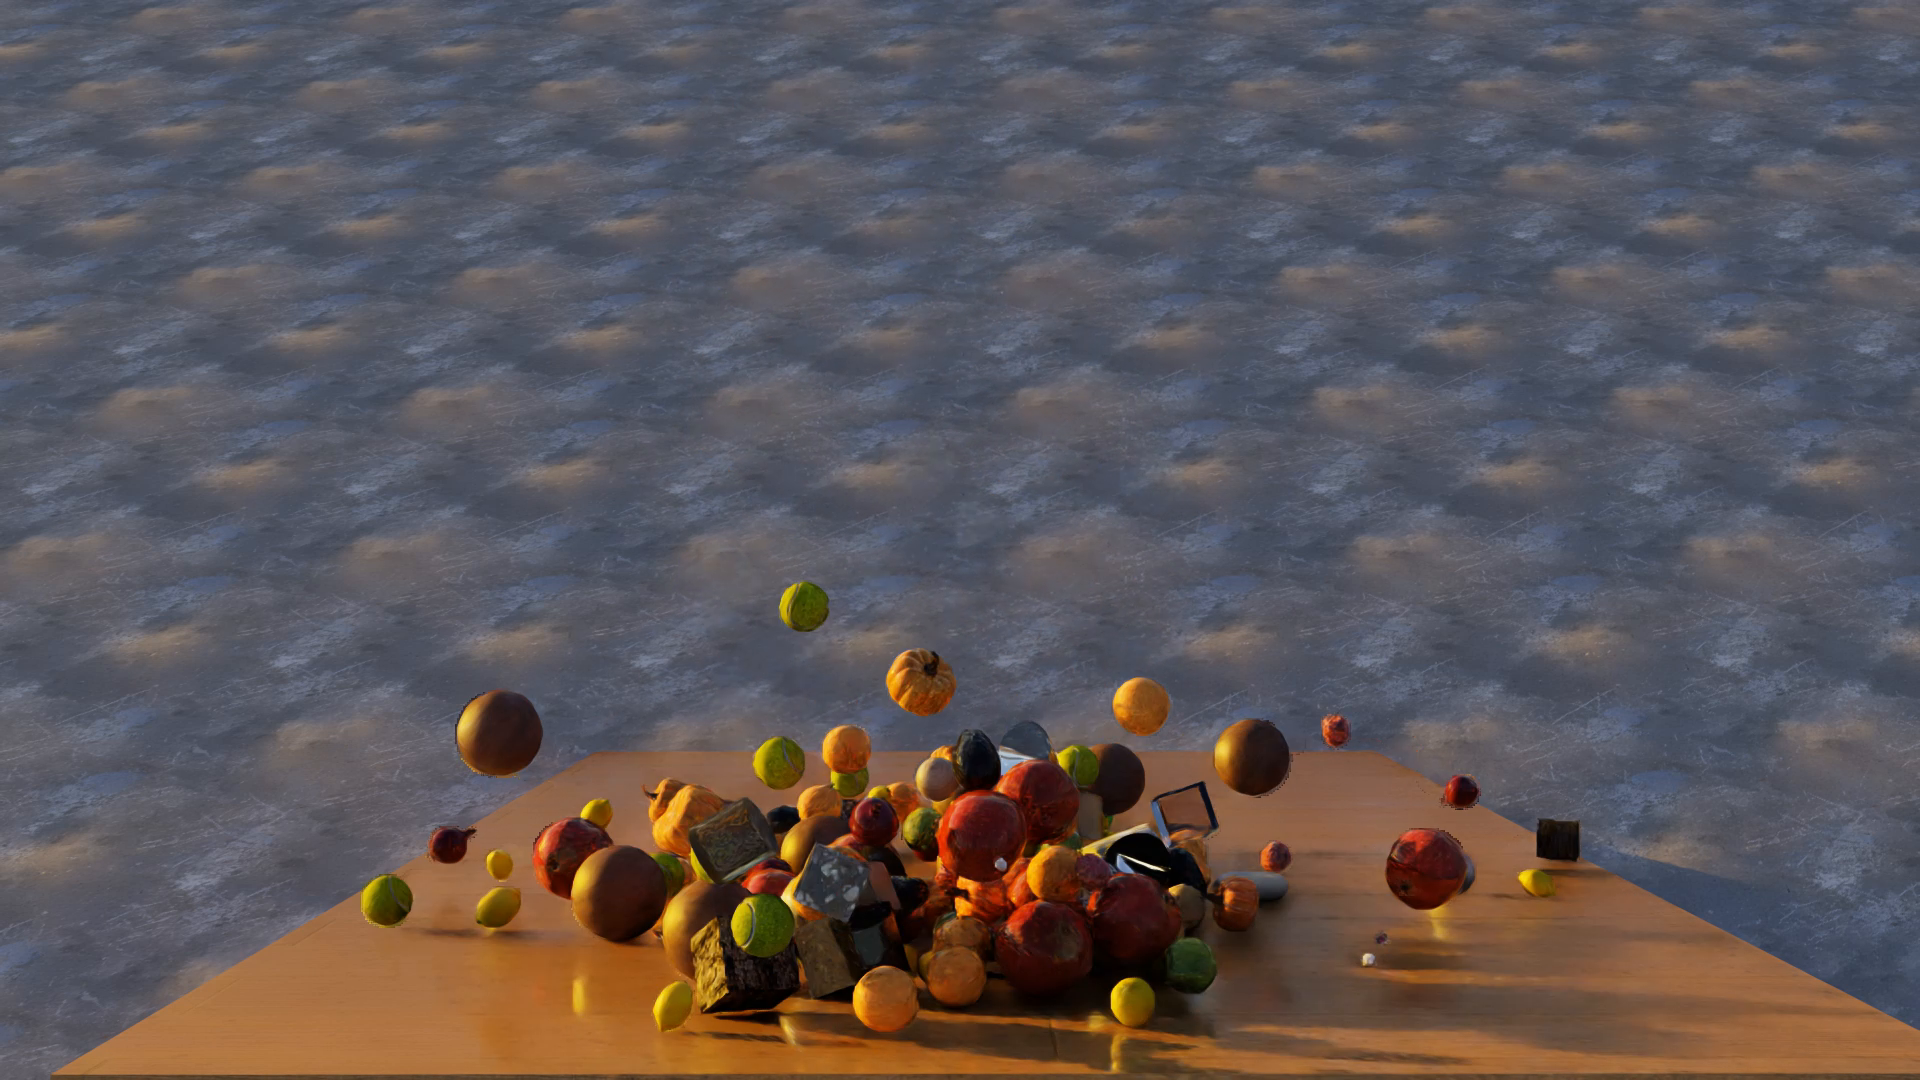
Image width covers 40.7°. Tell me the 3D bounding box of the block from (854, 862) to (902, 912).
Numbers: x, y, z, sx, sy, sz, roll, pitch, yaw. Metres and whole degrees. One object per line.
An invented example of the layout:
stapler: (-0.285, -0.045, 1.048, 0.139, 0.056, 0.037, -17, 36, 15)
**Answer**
block: (-0.124, 0.444, 3.227, 0.065, 0.065, 0.065, -29, -17, 17)

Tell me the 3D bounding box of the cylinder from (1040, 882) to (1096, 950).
cylinder: (0.149, 0.506, 3.485, 0.081, 0.081, 0.081, 1, 0, 2)

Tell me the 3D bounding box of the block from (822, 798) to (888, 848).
block: (-0.185, 0.498, 4.551, 0.082, 0.082, 0.082, 0, -8, -29)

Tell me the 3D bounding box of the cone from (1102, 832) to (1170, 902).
cone: (0.209, 0.410, 3.346, 0.096, 0.096, 0.096, -10, 15, -16)

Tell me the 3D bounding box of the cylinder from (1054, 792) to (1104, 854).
cylinder: (0.189, 0.451, 4.130, 0.076, 0.076, 0.076, 2, 64, 3)

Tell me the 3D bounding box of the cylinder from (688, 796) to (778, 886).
cylinder: (-0.250, 0.332, 2.855, 0.072, 0.072, 0.072, -31, 31, 6)

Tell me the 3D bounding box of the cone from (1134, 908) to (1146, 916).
cone: (0.239, 0.510, 3.570, 0.067, 0.067, 0.067, 5, -2, 0)

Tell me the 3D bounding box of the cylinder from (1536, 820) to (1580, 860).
cylinder: (1.015, 0.509, 4.390, 0.065, 0.065, 0.065, 3, 29, 20)

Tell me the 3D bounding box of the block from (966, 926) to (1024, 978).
block: (0.044, 0.519, 3.257, 0.053, 0.053, 0.053, 1, 1, 32)

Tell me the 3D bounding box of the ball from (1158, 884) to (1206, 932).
ball: (0.310, 0.513, 3.607, 0.066, 0.066, 0.066, 0, 30, 0)

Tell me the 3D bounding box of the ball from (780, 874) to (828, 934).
ball: (-0.183, 0.469, 3.311, 0.093, 0.093, 0.093, 0, 30, 0)

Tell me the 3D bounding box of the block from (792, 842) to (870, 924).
block: (-0.142, 0.376, 2.847, 0.063, 0.063, 0.063, 25, -3, -5)

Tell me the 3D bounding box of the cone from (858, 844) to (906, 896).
cone: (-0.130, 0.468, 3.509, 0.083, 0.083, 0.083, 19, 29, 29)

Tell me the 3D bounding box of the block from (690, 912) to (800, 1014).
block: (-0.247, 0.486, 2.971, 0.089, 0.089, 0.089, 1, 65, -27)

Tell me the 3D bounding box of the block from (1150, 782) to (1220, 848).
block: (0.331, 0.406, 3.814, 0.072, 0.072, 0.072, -16, 77, -9)

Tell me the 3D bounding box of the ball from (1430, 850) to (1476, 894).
ball: (0.760, 0.512, 3.986, 0.068, 0.068, 0.068, 0, 30, 0)

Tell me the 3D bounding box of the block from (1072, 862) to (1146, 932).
block: (0.187, 0.448, 3.238, 0.055, 0.055, 0.055, -38, 58, 11)

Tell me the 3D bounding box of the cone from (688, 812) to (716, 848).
cone: (-0.402, 0.524, 4.381, 0.093, 0.093, 0.093, -11, 31, -18)

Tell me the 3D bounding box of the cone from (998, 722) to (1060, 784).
cone: (0.113, 0.303, 3.569, 0.089, 0.089, 0.089, 30, 3, 41)

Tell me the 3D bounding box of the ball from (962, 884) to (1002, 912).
ball: (0.030, 0.505, 3.576, 0.056, 0.056, 0.056, 0, 30, 0)

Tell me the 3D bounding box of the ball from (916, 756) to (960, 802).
ball: (-0.029, 0.304, 3.294, 0.056, 0.056, 0.056, 0, 30, 0)

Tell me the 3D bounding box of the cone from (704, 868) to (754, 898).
cone: (-0.351, 0.490, 3.952, 0.079, 0.079, 0.079, 4, 43, -4)

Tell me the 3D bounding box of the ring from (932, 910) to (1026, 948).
ring: (0.026, 0.524, 3.488, 0.126, 0.042, 0.126, -2, -3, 0)

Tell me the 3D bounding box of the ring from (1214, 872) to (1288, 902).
ring: (0.443, 0.527, 3.938, 0.113, 0.038, 0.113, -1, 0, 0)

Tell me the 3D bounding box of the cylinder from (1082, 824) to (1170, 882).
cylinder: (0.224, 0.440, 3.503, 0.087, 0.087, 0.087, -18, 34, -20)

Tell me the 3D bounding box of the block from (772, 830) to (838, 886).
block: (-0.245, 0.506, 4.102, 0.080, 0.080, 0.080, 0, 0, 20)

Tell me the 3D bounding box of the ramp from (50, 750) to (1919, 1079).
ramp: (0.067, 0.595, 4.651, 2.000, 0.100, 4.000, 0, 0, 0)

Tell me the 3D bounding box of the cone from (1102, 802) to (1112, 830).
cone: (0.236, 0.528, 4.784, 0.077, 0.077, 0.077, 9, 29, 15)

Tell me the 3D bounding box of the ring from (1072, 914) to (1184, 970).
ring: (0.214, 0.514, 3.305, 0.148, 0.049, 0.148, -12, -2, -1)

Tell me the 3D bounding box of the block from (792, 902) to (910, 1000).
block: (-0.130, 0.491, 3.098, 0.086, 0.086, 0.086, -26, -15, 34)
